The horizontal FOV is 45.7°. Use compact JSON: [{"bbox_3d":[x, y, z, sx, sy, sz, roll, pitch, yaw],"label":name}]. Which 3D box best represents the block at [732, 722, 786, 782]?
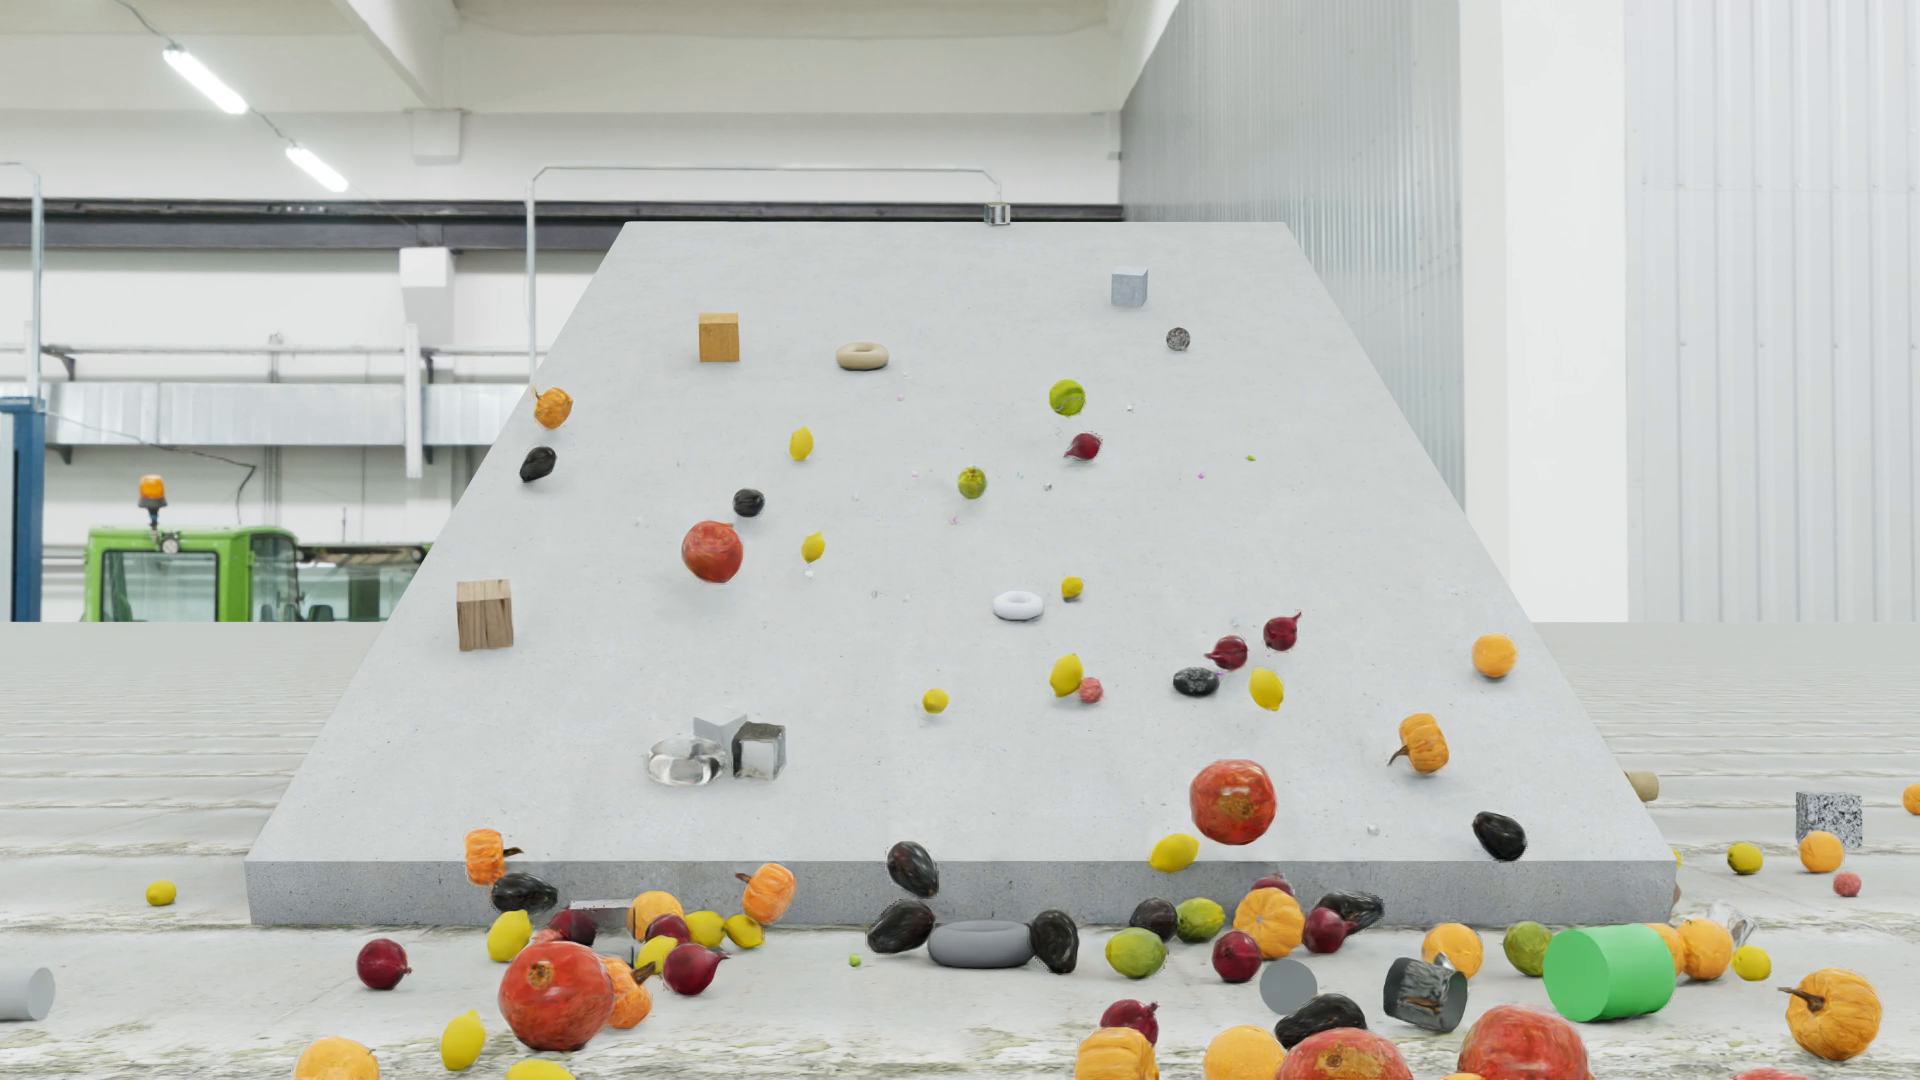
[{"bbox_3d":[-0.302,0.319,3.425,0.064,0.064,0.064,5,21,12],"label":"block"}]

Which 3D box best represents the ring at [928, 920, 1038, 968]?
[{"bbox_3d":[0.028,0.506,2.852,0.139,0.046,0.139,-1,-1,0],"label":"ring"}]

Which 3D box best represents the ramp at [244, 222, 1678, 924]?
[{"bbox_3d":[-0.005,-0.213,5.063,2.000,0.100,4.000,0,21,0],"label":"ramp"}]

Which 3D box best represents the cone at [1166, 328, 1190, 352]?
[{"bbox_3d":[0.541,-0.490,5.621,0.059,0.059,0.059,0,-6,9],"label":"cone"}]

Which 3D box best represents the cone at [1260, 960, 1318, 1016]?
[{"bbox_3d":[0.359,0.504,2.512,0.064,0.064,0.064,0,-28,1],"label":"cone"}]

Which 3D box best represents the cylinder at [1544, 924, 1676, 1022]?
[{"bbox_3d":[0.702,0.467,2.462,0.098,0.098,0.098,1,-2,-30],"label":"cylinder"}]

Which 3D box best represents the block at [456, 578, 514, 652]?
[{"bbox_3d":[-0.811,0.127,3.890,0.090,0.090,0.090,-4,21,-11],"label":"block"}]

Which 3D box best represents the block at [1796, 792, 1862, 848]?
[{"bbox_3d":[1.646,0.529,4.314,0.097,0.097,0.097,0,-2,7],"label":"block"}]

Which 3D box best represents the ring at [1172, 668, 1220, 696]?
[{"bbox_3d":[0.385,0.231,3.713,0.077,0.026,0.077,-1,22,0],"label":"ring"}]

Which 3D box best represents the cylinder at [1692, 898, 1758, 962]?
[{"bbox_3d":[0.957,0.489,2.848,0.057,0.057,0.057,28,10,-5],"label":"cylinder"}]

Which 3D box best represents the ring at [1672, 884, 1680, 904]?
[{"bbox_3d":[1.009,0.526,3.406,0.131,0.044,0.131,-1,-2,0],"label":"ring"}]

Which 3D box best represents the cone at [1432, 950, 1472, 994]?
[{"bbox_3d":[0.566,0.509,2.622,0.055,0.055,0.055,28,8,20],"label":"cone"}]

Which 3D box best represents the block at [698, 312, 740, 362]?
[{"bbox_3d":[-0.584,-0.492,5.524,0.095,0.095,0.095,-2,21,-5],"label":"block"}]

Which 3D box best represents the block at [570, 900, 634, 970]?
[{"bbox_3d":[-0.445,0.491,2.833,0.076,0.076,0.076,0,-2,-11],"label":"block"}]

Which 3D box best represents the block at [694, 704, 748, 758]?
[{"bbox_3d":[-0.367,0.295,3.494,0.059,0.059,0.059,16,26,36],"label":"block"}]

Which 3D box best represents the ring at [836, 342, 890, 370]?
[{"bbox_3d":[-0.234,-0.441,5.466,0.130,0.043,0.130,-1,22,0],"label":"ring"}]

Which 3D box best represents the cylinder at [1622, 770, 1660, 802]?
[{"bbox_3d":[1.581,0.575,5.317,0.072,0.072,0.072,1,-2,-16],"label":"cylinder"}]

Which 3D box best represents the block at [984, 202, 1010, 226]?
[{"bbox_3d":[0.112,-0.985,6.881,0.061,0.061,0.061,-8,22,-20],"label":"block"}]

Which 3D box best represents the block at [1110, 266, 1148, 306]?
[{"bbox_3d":[0.448,-0.671,6.019,0.083,0.083,0.083,5,21,13],"label":"block"}]

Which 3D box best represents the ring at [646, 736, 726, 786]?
[{"bbox_3d":[-0.412,0.332,3.422,0.123,0.041,0.123,1,20,0],"label":"ring"}]

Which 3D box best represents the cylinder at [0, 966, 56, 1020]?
[{"bbox_3d":[-1.015,0.487,2.449,0.057,0.057,0.057,0,-2,8],"label":"cylinder"}]

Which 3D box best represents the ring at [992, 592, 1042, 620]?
[{"bbox_3d":[0.102,0.115,4.014,0.089,0.030,0.089,-1,21,0],"label":"ring"}]

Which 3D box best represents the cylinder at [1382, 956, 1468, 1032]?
[{"bbox_3d":[0.489,0.477,2.391,0.065,0.065,0.065,9,4,37],"label":"cylinder"}]
